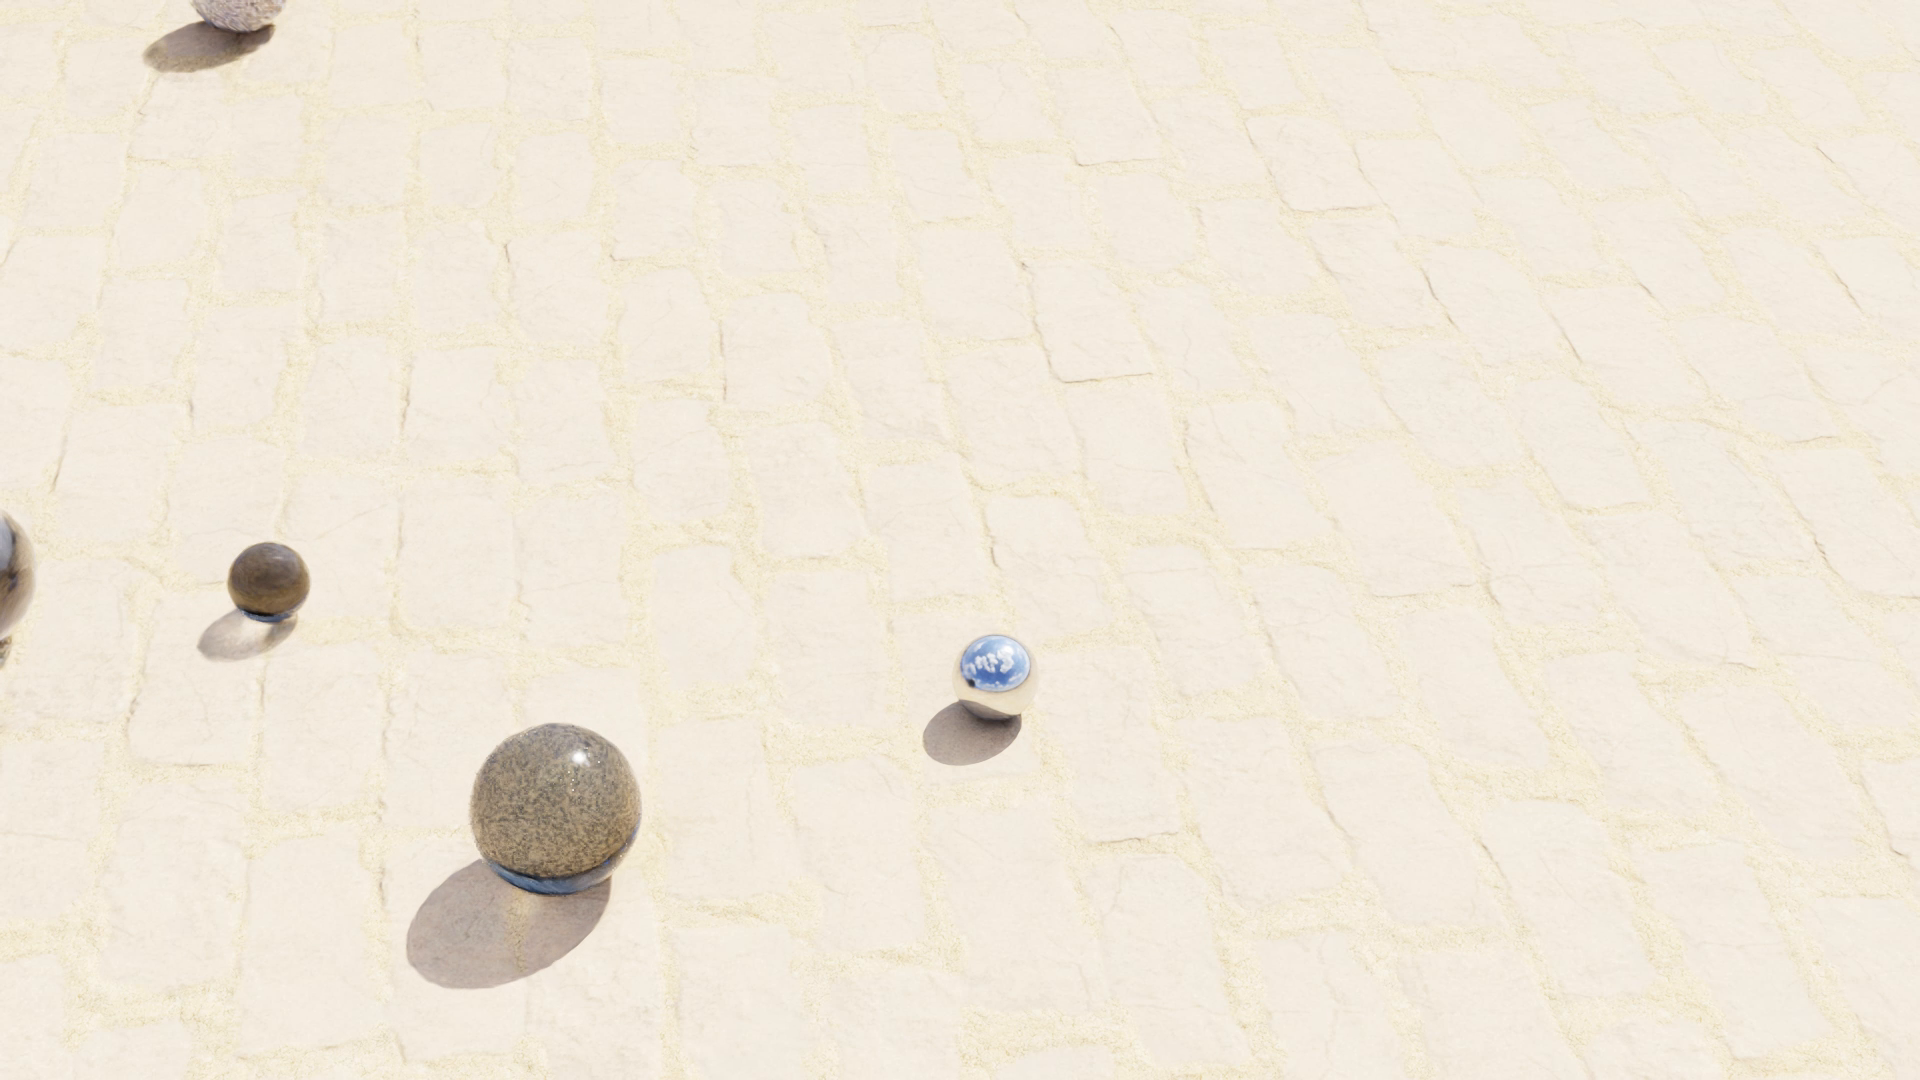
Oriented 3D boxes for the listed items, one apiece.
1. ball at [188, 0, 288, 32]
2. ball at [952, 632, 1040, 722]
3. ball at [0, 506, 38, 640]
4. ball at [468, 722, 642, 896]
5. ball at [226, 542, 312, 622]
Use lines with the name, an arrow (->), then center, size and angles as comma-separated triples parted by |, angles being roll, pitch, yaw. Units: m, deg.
ball -> -0.597, -0.464, 2.120 | 0.089, 0.089, 0.089 | 0, 37, 0
ball -> 0.020, 0.076, 1.426 | 0.049, 0.049, 0.049 | 0, 37, 0
ball -> -0.576, 0.019, 1.464 | 0.094, 0.094, 0.094 | 0, 37, 0
ball -> -0.206, 0.137, 1.311 | 0.088, 0.088, 0.088 | 0, 37, 0
ball -> -0.403, 0.025, 1.496 | 0.048, 0.048, 0.048 | 0, 37, 0
